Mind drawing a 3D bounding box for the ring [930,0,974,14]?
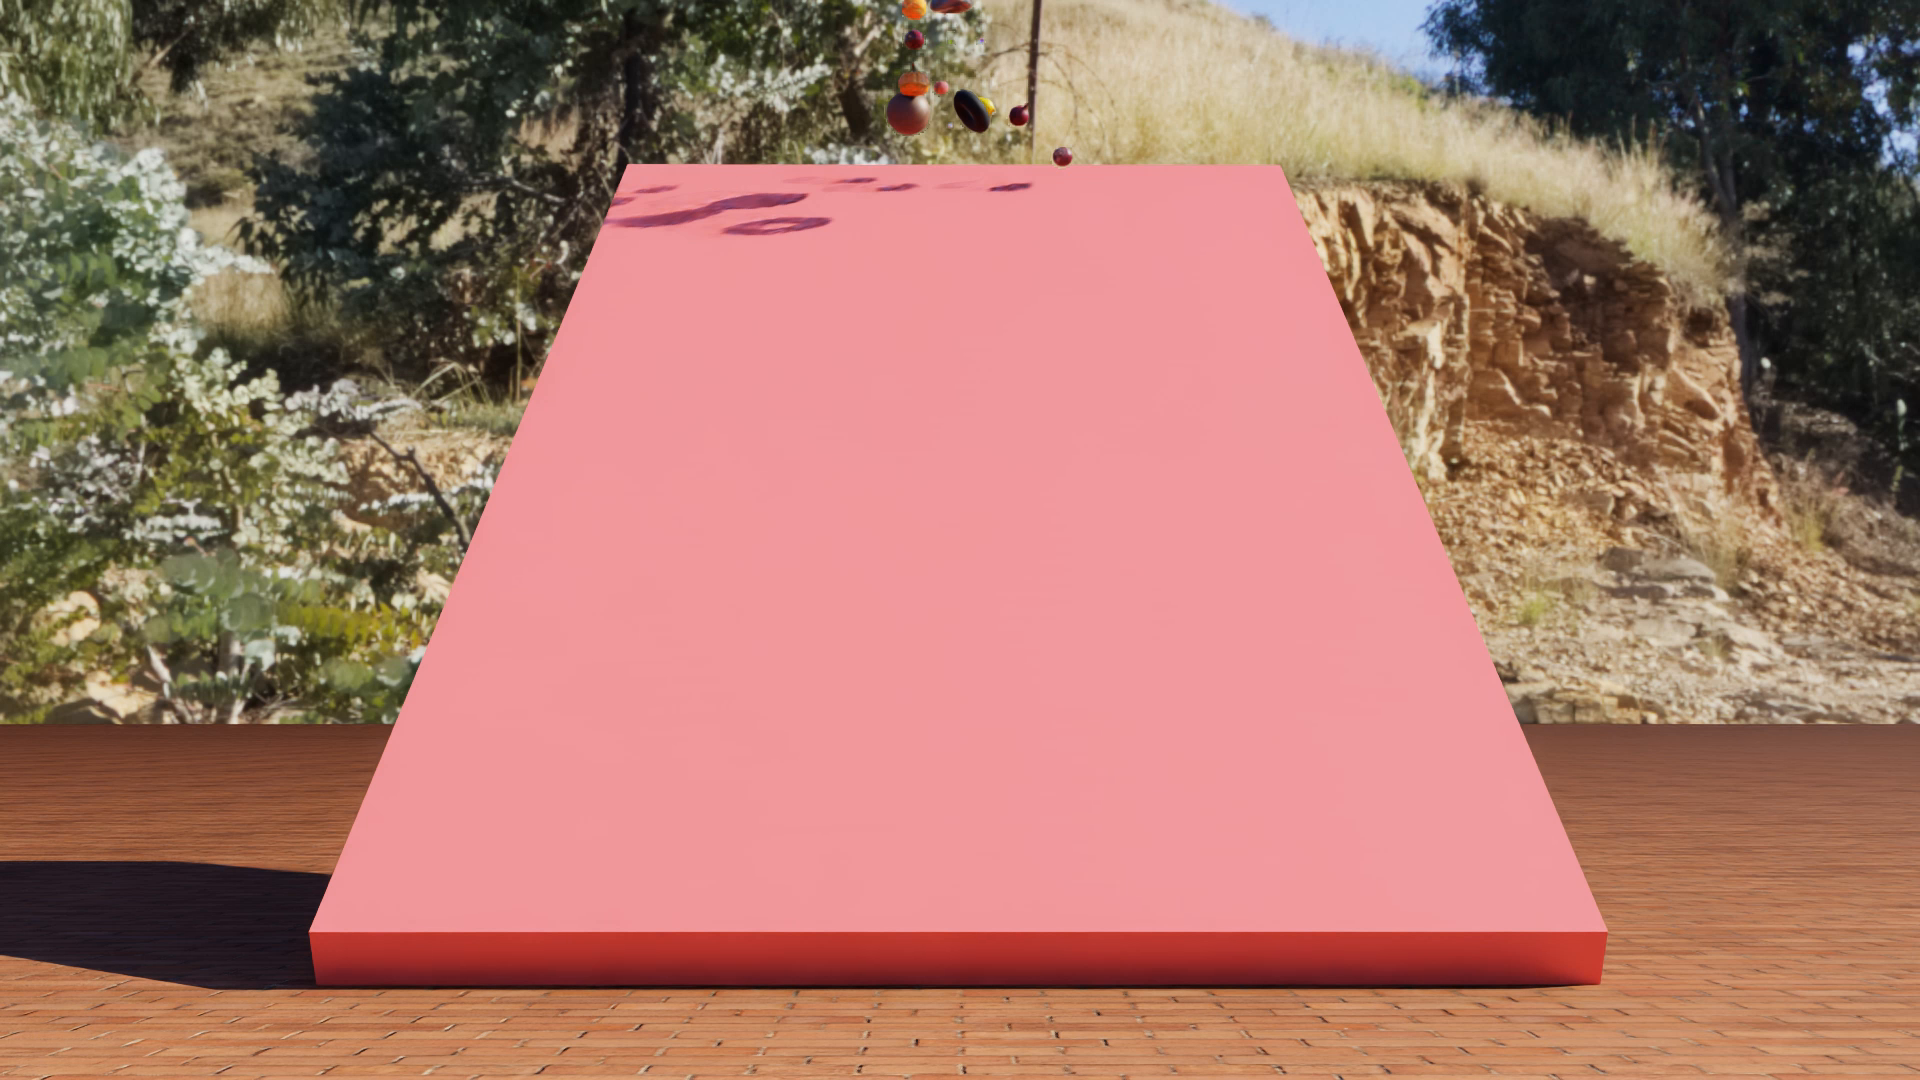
[{"bbox_3d":[-0.023,-1.534,6.739,0.126,0.042,0.126,-6,2,0],"label":"ring"}]

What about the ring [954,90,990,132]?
[{"bbox_3d":[0.033,-1.230,6.761,0.045,0.136,0.136,-39,7,-15],"label":"ring"}]

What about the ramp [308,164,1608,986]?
[{"bbox_3d":[-0.010,-0.229,5.447,2.000,0.100,4.000,0,26,0],"label":"ramp"}]
